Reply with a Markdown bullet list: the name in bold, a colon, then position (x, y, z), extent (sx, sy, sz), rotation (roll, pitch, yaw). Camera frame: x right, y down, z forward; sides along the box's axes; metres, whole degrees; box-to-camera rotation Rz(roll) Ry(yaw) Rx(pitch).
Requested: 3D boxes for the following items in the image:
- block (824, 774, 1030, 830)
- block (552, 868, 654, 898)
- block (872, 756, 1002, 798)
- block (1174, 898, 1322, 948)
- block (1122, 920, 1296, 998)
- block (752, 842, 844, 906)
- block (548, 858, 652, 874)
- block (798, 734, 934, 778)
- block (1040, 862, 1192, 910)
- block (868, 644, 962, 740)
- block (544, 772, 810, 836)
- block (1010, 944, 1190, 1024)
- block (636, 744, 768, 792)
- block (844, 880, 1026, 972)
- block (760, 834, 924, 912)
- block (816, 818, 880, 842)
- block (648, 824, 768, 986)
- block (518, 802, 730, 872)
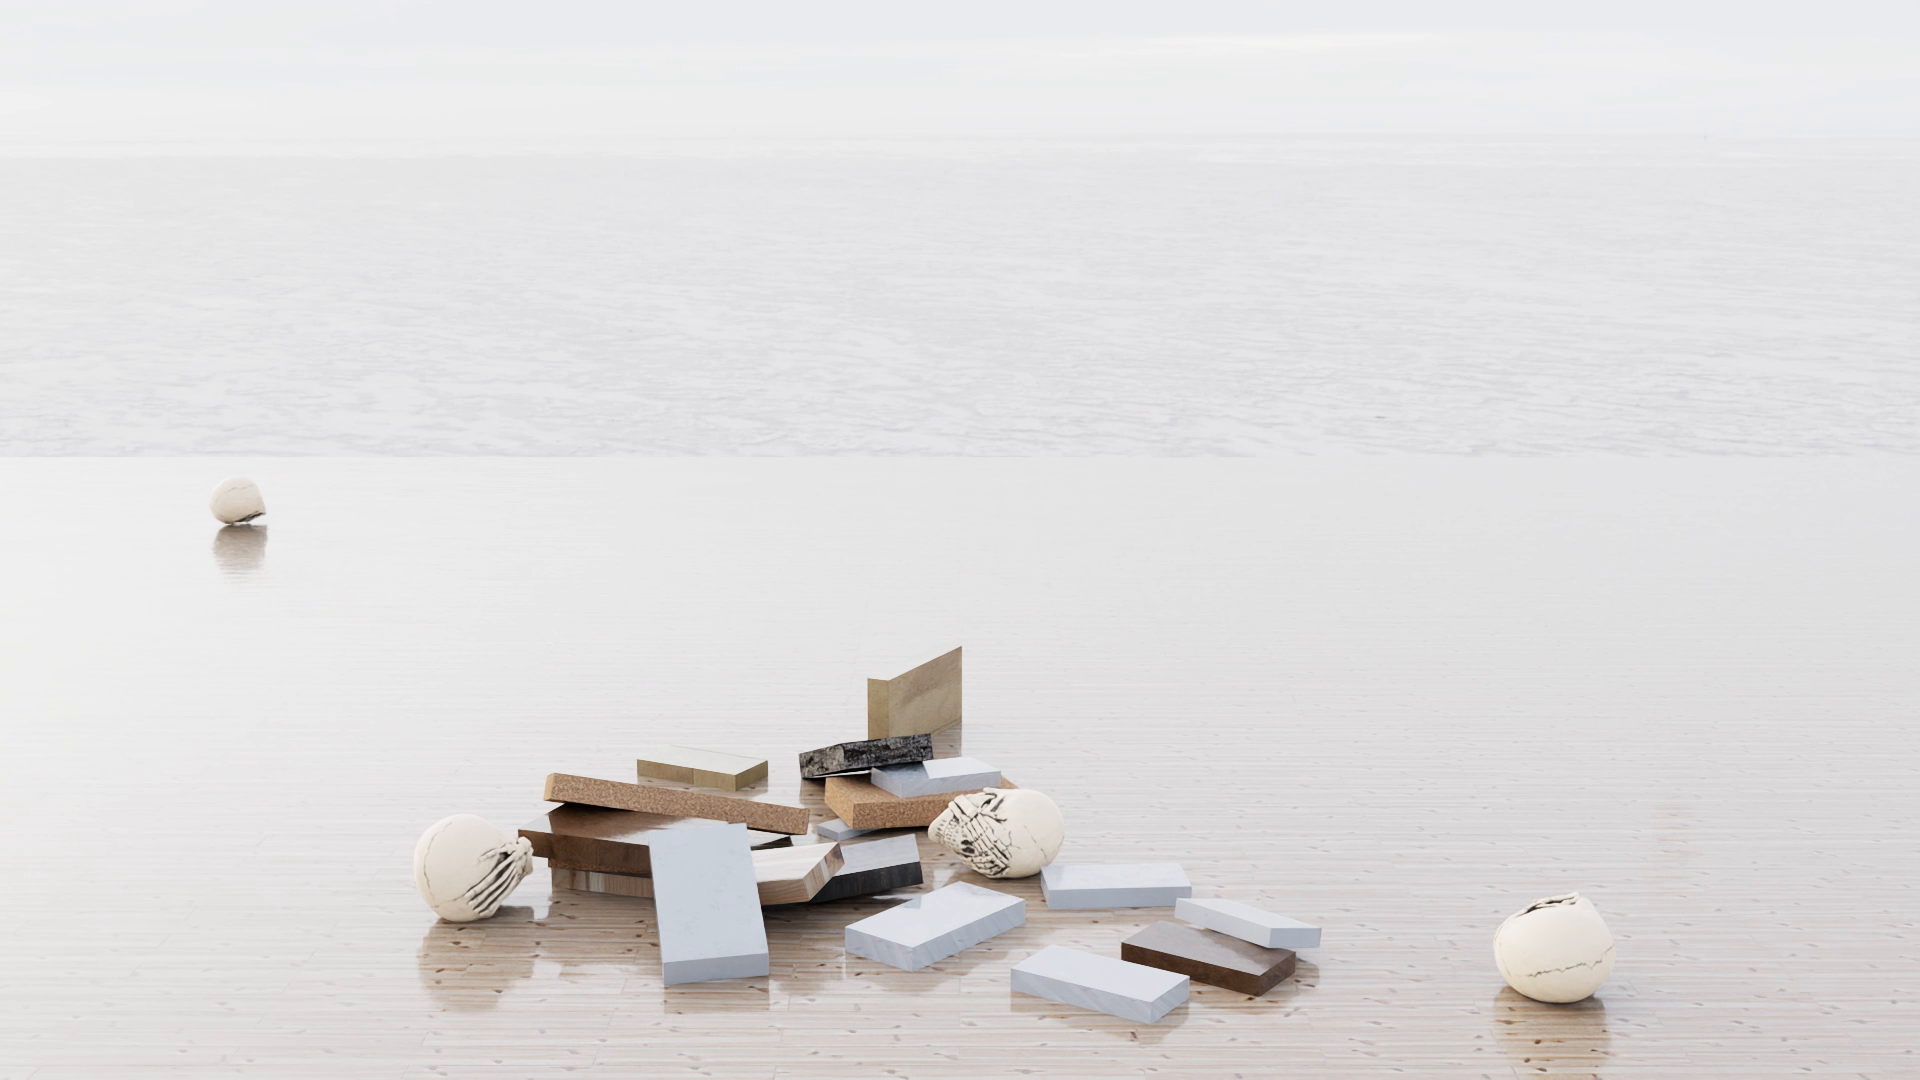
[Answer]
- **block**: position (-0.062, 0.480, 4.072), extent (0.339, 0.048, 0.170), rotation (0, 10, -21)
- **block**: position (-0.559, 0.564, 3.721), extent (0.232, 0.033, 0.116), rotation (3, 11, 17)
- **block**: position (-0.044, 0.439, 4.082), extent (0.216, 0.031, 0.108), rotation (-3, 11, -33)
- **block**: position (0.449, 0.598, 3.438), extent (0.108, 0.031, 0.216), rotation (7, 0, -36)
- **block**: position (0.377, 0.634, 3.341), extent (0.236, 0.033, 0.118), rotation (7, 13, 34)
- **block**: position (-0.341, 0.549, 3.570), extent (0.276, 0.039, 0.138), rotation (-9, 13, 24)
- **block**: position (-0.569, 0.528, 3.731), extent (0.232, 0.033, 0.116), rotation (2, 11, 10)
- **block**: position (-0.184, 0.413, 4.194), extent (0.170, 0.048, 0.339), rotation (-5, -7, -19)
- **block**: position (0.258, 0.575, 3.658), extent (0.236, 0.033, 0.118), rotation (-1, 11, -4)
- **block**: position (-0.091, 0.335, 4.578), extent (0.048, 0.170, 0.339), rotation (5, 12, 25)
- **block**: position (-0.497, 0.464, 3.847), extent (0.446, 0.044, 0.157), rotation (10, -10, -14)
- **block**: position (0.205, 0.653, 3.240), extent (0.236, 0.033, 0.118), rotation (7, 13, 33)
- **block**: position (-0.508, 0.449, 4.339), extent (0.232, 0.033, 0.116), rotation (6, 12, 27)
- **block**: position (-0.037, 0.607, 3.470), extent (0.138, 0.039, 0.276), rotation (9, 14, 39)
- **block**: position (-0.204, 0.552, 3.649), extent (0.276, 0.039, 0.138), rotation (-10, 12, -3)
- **block**: position (-0.197, 0.520, 3.998), extent (0.116, 0.016, 0.058), rotation (-10, 16, -44)
- **block**: position (-0.393, 0.560, 3.410), extent (0.157, 0.044, 0.313), rotation (-3, 31, -11)
- **block**: position (-0.561, 0.499, 3.678), extent (0.313, 0.044, 0.157), rotation (4, 11, 20)
